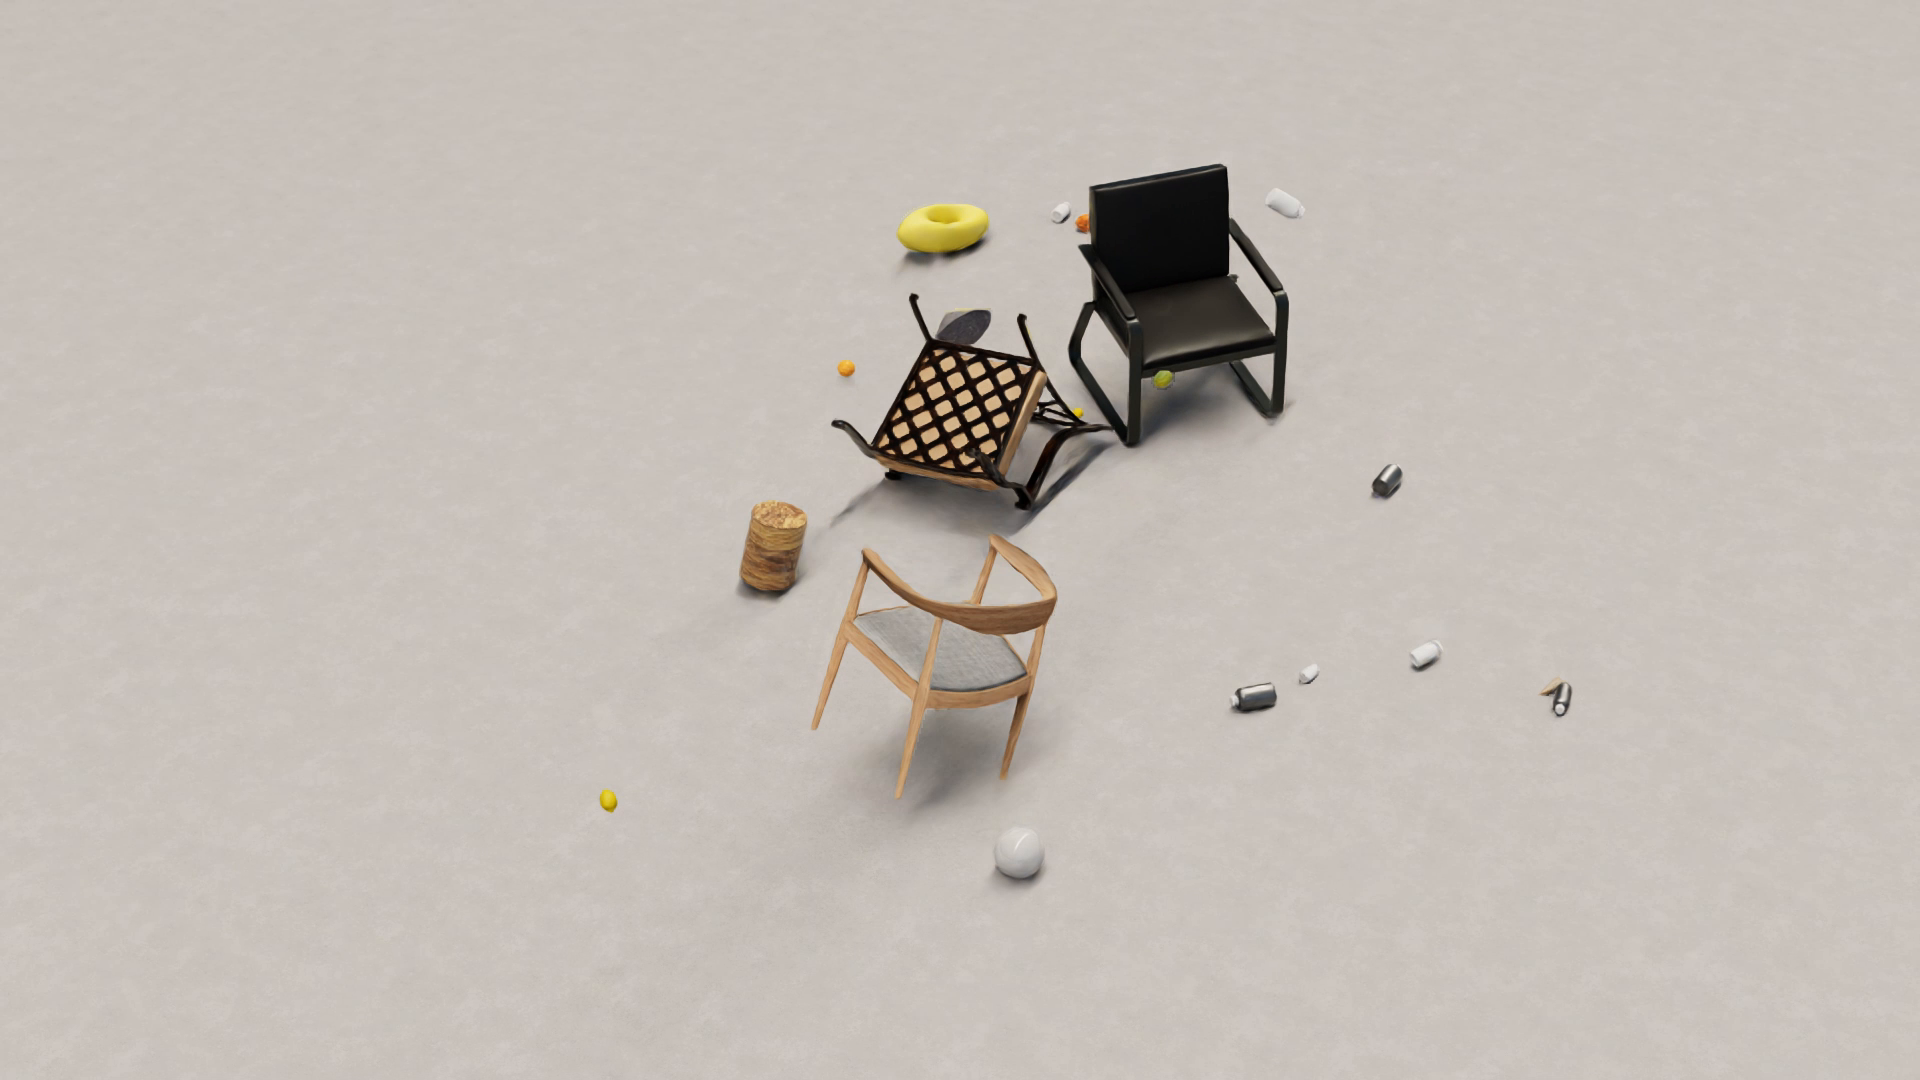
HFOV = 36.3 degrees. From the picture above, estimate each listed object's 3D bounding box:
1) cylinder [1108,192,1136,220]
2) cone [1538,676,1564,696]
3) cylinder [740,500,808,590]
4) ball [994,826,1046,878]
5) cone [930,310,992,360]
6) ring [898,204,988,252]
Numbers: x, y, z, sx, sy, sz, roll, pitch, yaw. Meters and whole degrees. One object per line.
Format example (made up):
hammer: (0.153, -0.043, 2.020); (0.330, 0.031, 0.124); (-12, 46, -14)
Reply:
cylinder: (0.726, -1.488, 13.057); (0.088, 0.099, 0.136); (41, 13, -3)
cone: (2.031, 0.516, 10.126); (0.103, 0.049, 0.053); (-26, -1, -23)
cylinder: (-0.677, 0.020, 10.641); (0.203, 0.253, 0.228); (18, 25, 9)
ball: (0.188, 0.990, 9.292); (0.164, 0.164, 0.164); (0, 33, 0)
cone: (-0.028, -0.878, 11.874); (0.294, 0.190, 0.145); (-37, 52, 6)
ring: (-0.071, -1.362, 12.807); (0.465, 0.159, 0.194); (-11, 51, -33)
